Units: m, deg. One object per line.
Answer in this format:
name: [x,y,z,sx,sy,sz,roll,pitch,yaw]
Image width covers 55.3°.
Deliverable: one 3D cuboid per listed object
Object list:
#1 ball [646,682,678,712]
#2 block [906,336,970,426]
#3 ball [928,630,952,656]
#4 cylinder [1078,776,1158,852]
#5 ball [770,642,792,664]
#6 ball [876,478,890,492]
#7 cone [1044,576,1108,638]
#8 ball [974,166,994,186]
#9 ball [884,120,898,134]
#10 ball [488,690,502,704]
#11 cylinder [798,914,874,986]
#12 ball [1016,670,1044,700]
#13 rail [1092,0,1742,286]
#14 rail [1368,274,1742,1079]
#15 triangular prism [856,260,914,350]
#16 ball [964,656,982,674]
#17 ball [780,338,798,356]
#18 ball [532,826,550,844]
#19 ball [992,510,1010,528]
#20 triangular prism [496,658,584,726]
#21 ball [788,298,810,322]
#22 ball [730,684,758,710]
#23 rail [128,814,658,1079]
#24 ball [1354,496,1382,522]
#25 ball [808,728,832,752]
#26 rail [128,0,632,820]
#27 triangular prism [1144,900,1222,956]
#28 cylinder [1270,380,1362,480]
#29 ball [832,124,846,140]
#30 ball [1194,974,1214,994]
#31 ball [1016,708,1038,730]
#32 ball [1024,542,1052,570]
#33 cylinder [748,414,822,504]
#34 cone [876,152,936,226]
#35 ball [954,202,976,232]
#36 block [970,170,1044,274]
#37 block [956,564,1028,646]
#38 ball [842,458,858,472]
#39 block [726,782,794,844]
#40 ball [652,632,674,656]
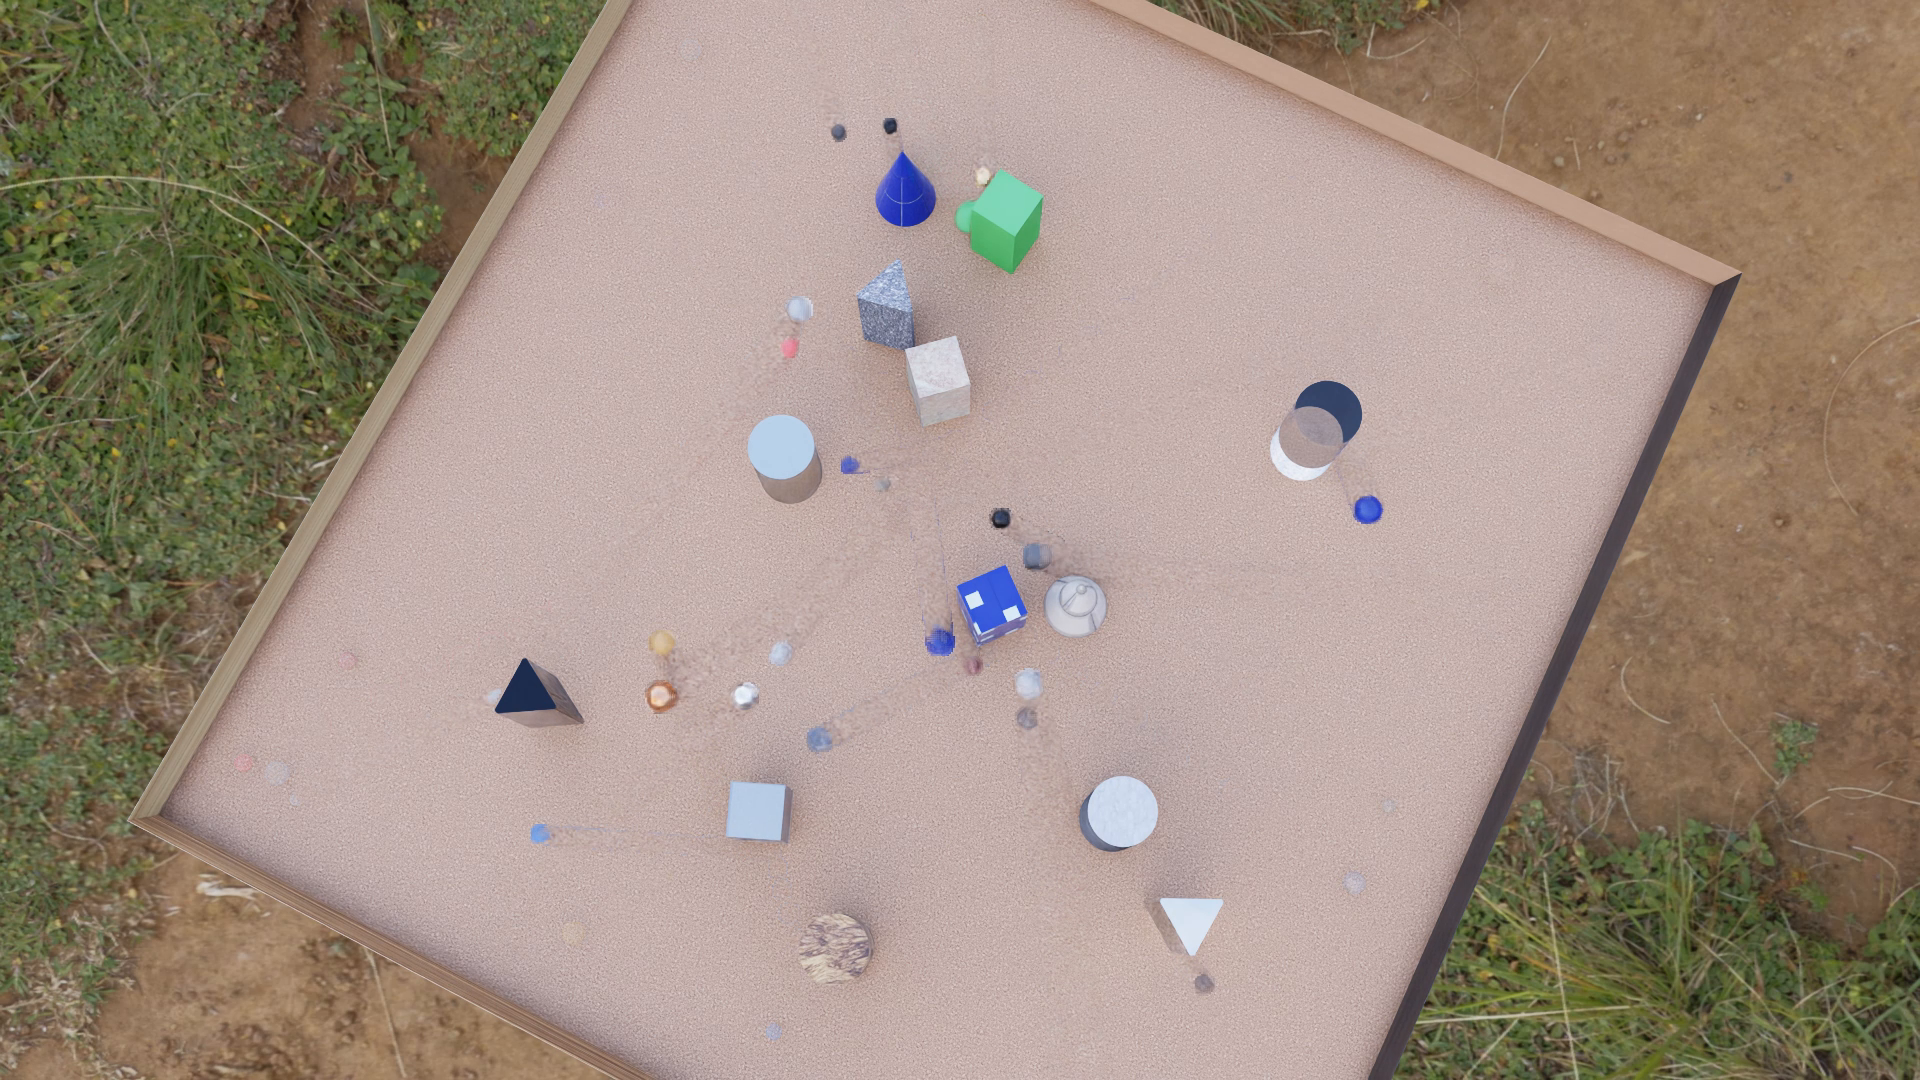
ball: [-0.891,0.468,5.473,0.092,0.092,0.092,0,78,0]
block: [-0.065,-0.477,5.551,0.155,0.322,0.155,-16,79,-3]
ball: [-0.059,0.309,5.514,0.075,0.075,0.075,0,78,0]
cylinder: [0.451,0.790,5.257,0.194,0.384,0.194,0,78,0]
ball: [-0.537,0.340,5.512,0.067,0.067,0.067,0,78,0]
ball: [-0.236,-0.170,5.629,0.044,0.044,0.044,0,78,0]
cone: [0.350,0.167,5.405,0.194,0.346,0.194,0,78,0]
ball: [0.076,-1.154,5.823,0.063,0.063,0.063,0,78,0]
ball: [-0.222,-1.323,5.868,0.044,0.044,0.044,0,78,0]
ball: [-1.396,0.472,5.497,0.042,0.042,0.042,0,78,0]
cylinder: [-0.347,1.161,5.209,0.194,0.327,0.194,0,78,0]
ball: [0.208,0.434,5.483,0.085,0.085,0.085,0,78,0]
rail: [0.808,-1.576,5.877,3.576,0.126,0.045,26,80,5]
rail: [1.578,0.779,5.390,0.045,0.126,3.662,26,80,5]
triangular prism: [-0.201,-0.718,5.563,0.168,0.396,0.146,17,79,3]
ball: [0.038,0.378,5.510,0.055,0.055,0.055,0,78,0]
ball: [-0.532,-0.600,5.713,0.054,0.054,0.054,0,78,0]
ball: [-1.238,0.871,5.412,0.048,0.048,0.048,0,78,0]
ball: [0.125,-0.064,5.600,0.059,0.059,0.059,0,78,0]
triangular prism: [-1.217,0.443,5.322,0.168,0.397,0.146,-4,78,-1]
ball: [-0.503,-0.720,5.729,0.072,0.072,0.072,0,78,0]
ball: [-0.645,0.469,5.478,0.081,0.081,0.081,0,78,0]
rail: [-0.808,1.590,5.222,3.576,0.126,0.045,26,80,5]
ball: [1.247,-0.095,5.593,0.085,0.085,0.085,0,78,0]
ball: [-0.417,0.595,5.459,0.068,0.068,0.068,0,78,0]
rail: [-1.578,-0.766,5.710,0.045,0.126,3.662,26,80,5]
triangular prism: [0.604,1.054,5.163,0.146,0.461,0.168,31,80,6]
cylinder: [1.058,-0.321,5.467,0.194,0.424,0.194,0,78,0]
ball: [-0.388,-1.306,5.862,0.048,0.048,0.048,0,78,0]
ball: [0.708,1.289,5.322,0.054,0.054,0.054,0,78,0]
ball: [0.201,0.535,5.473,0.064,0.064,0.064,0,78,0]
ball: [0.238,0.050,5.564,0.083,0.083,0.083,0,78,0]
cylinder: [-0.522,-0.239,5.500,0.194,0.324,0.194,0,78,0]
cone: [-0.173,-1.127,5.661,0.194,0.369,0.194,0,78,0]
ball: [0.031,-1.019,5.778,0.097,0.097,0.097,0,78,0]
block: [0.142,-0.977,5.649,0.155,0.332,0.155,33,80,6]
block: [0.093,0.198,5.444,0.155,0.258,0.155,-23,79,-5]
ball: [-0.337,-0.231,5.640,0.049,0.049,0.049,0,78,0]
block: [-0.578,0.793,5.317,0.155,0.264,0.155,4,78,1]
ball: [-0.894,0.311,5.516,0.070,0.070,0.070,0,78,0]
